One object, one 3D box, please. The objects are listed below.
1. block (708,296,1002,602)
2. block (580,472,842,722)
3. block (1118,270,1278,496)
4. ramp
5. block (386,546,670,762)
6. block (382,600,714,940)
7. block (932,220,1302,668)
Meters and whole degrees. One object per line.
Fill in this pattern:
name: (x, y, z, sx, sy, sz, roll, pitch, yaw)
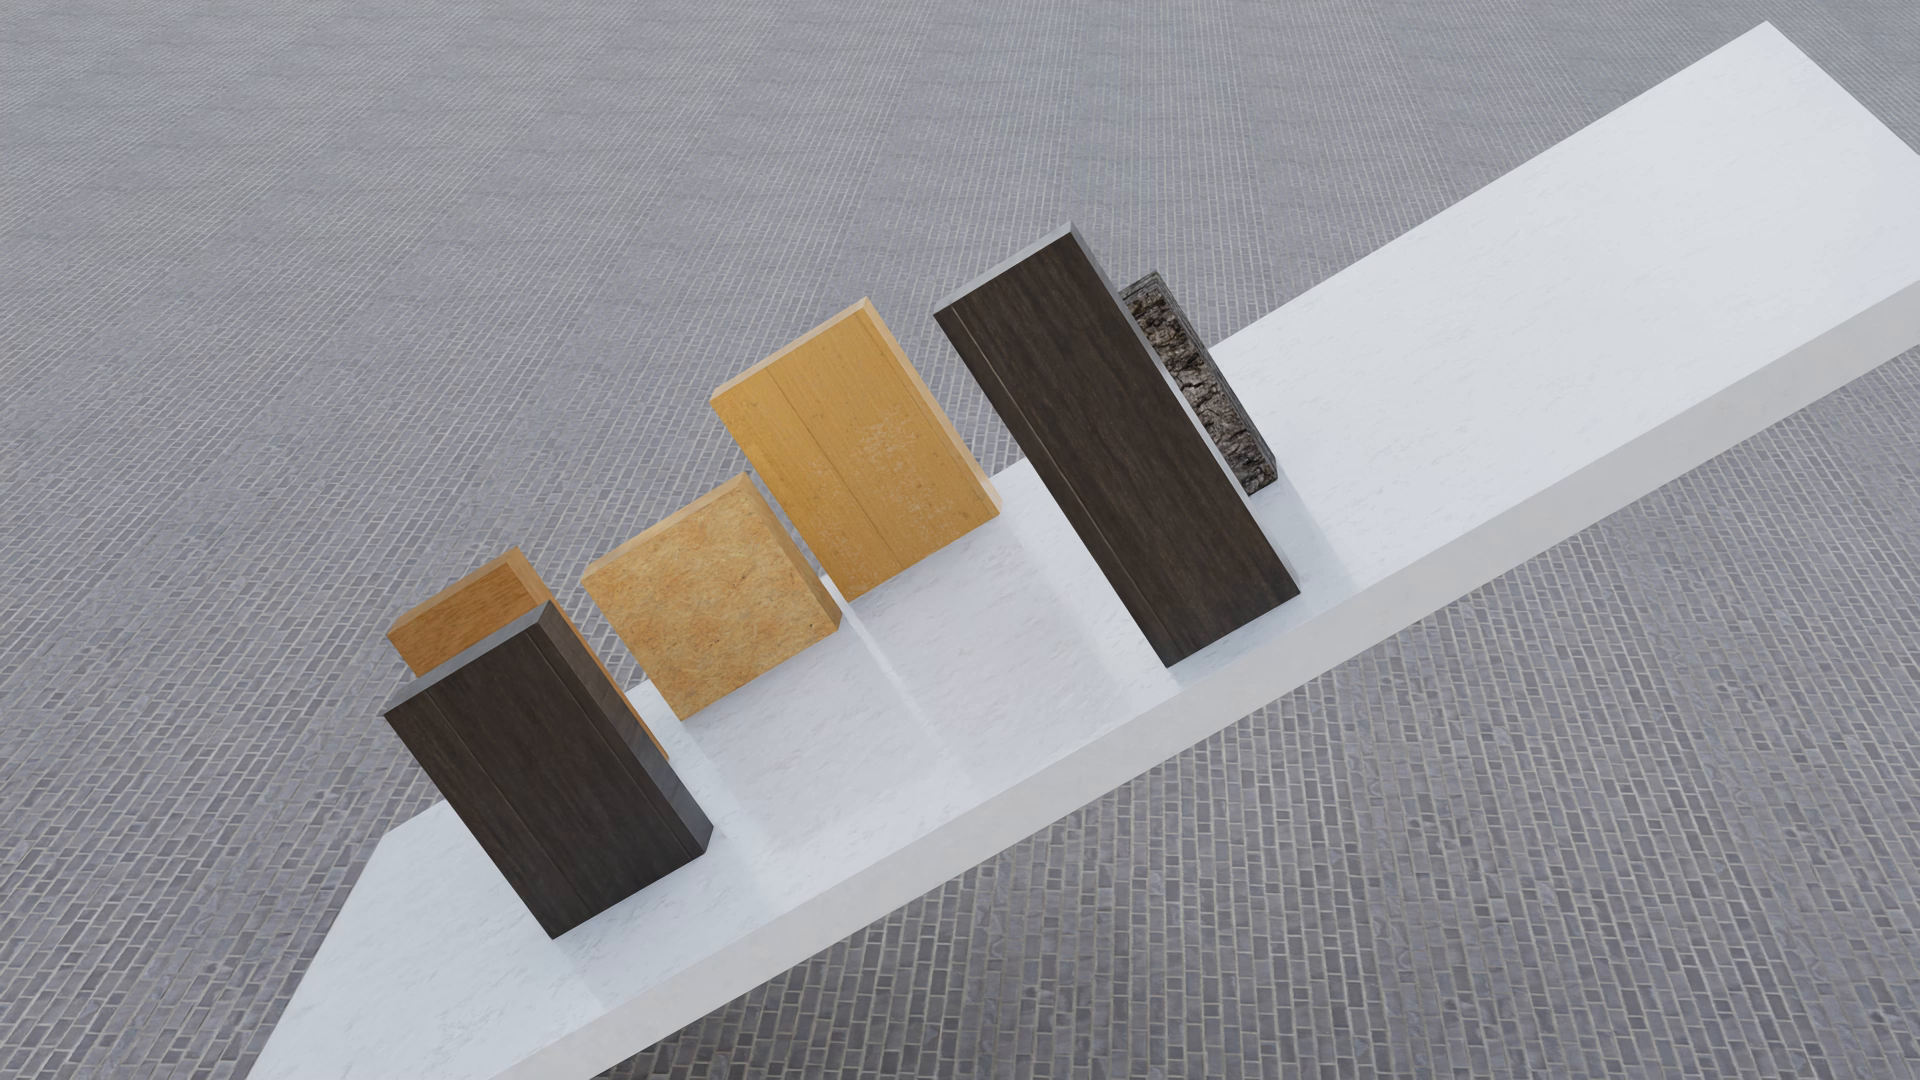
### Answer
block: (-0.243, -0.209, 6.936, 0.432, 0.591, 0.100, -30, 15, 13)
block: (-0.582, 0.134, 6.916, 0.450, 0.417, 0.112, -30, 15, 13)
block: (0.380, -0.253, 5.997, 0.337, 0.471, 0.141, -30, 15, 13)
ramp: (0.140, 0.170, 6.293, 4.000, 0.100, 2.000, -30, 15, 13)
block: (-0.978, 0.356, 6.682, 0.336, 0.608, 0.110, -30, 15, 13)
block: (-0.841, 0.476, 6.045, 0.389, 0.596, 0.126, -30, 15, 13)
block: (0.288, -0.165, 5.297, 0.285, 0.790, 0.088, -30, 15, 13)
